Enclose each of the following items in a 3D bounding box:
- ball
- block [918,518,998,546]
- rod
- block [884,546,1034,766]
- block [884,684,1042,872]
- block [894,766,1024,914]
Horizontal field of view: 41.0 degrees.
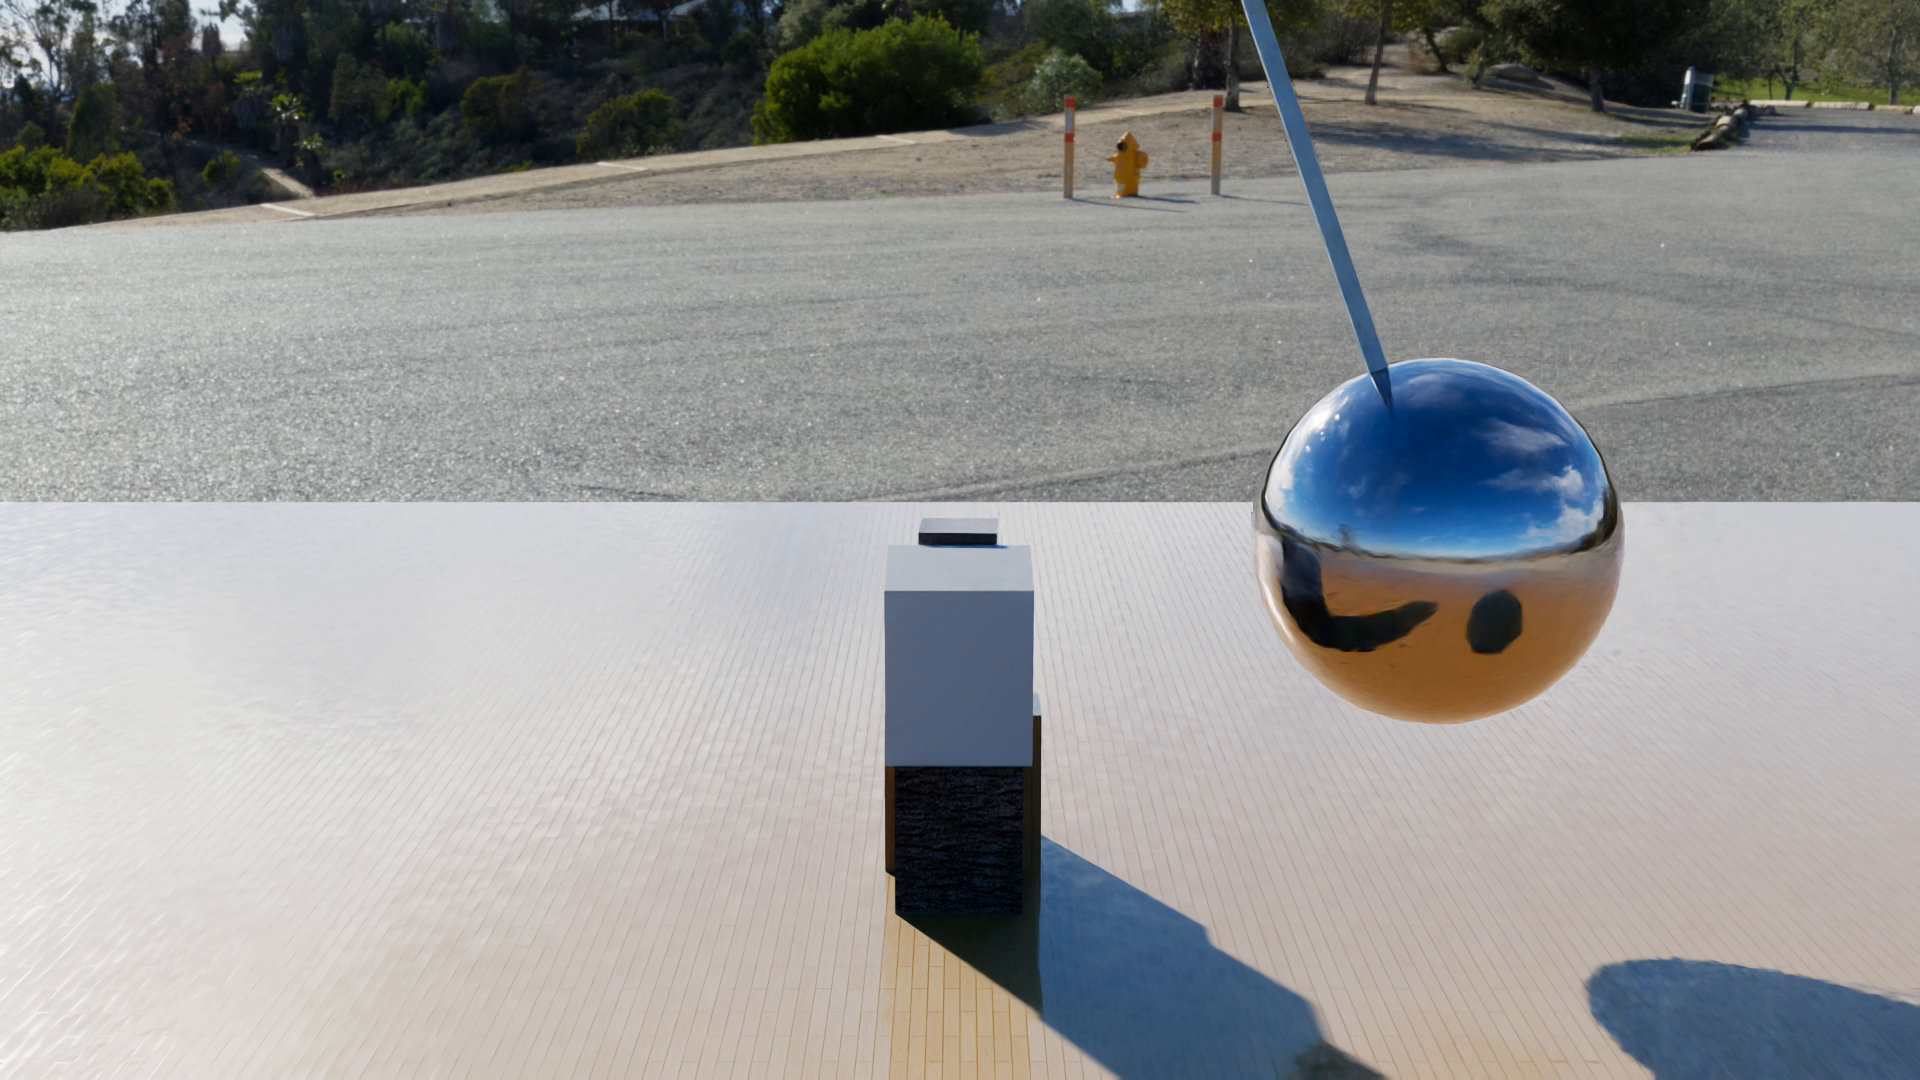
[{"bbox_3d":[2.074,0.004,11.181,1.600,1.600,1.600,0,10,0],"label":"ball"},{"bbox_3d":[-0.005,0.114,11.372,0.341,0.365,0.384,0,10,2],"label":"block"},{"bbox_3d":[0.899,-3.135,10.610,0.080,5.200,0.080,-20,10,4],"label":"rod"},{"bbox_3d":[-0.004,0.486,10.934,0.616,0.777,0.612,0,18,0],"label":"block"},{"bbox_3d":[0.013,1.071,11.673,0.693,0.716,0.604,0,10,0],"label":"block"},{"bbox_3d":[-0.005,1.215,11.090,0.540,0.641,0.576,0,10,0],"label":"block"}]
